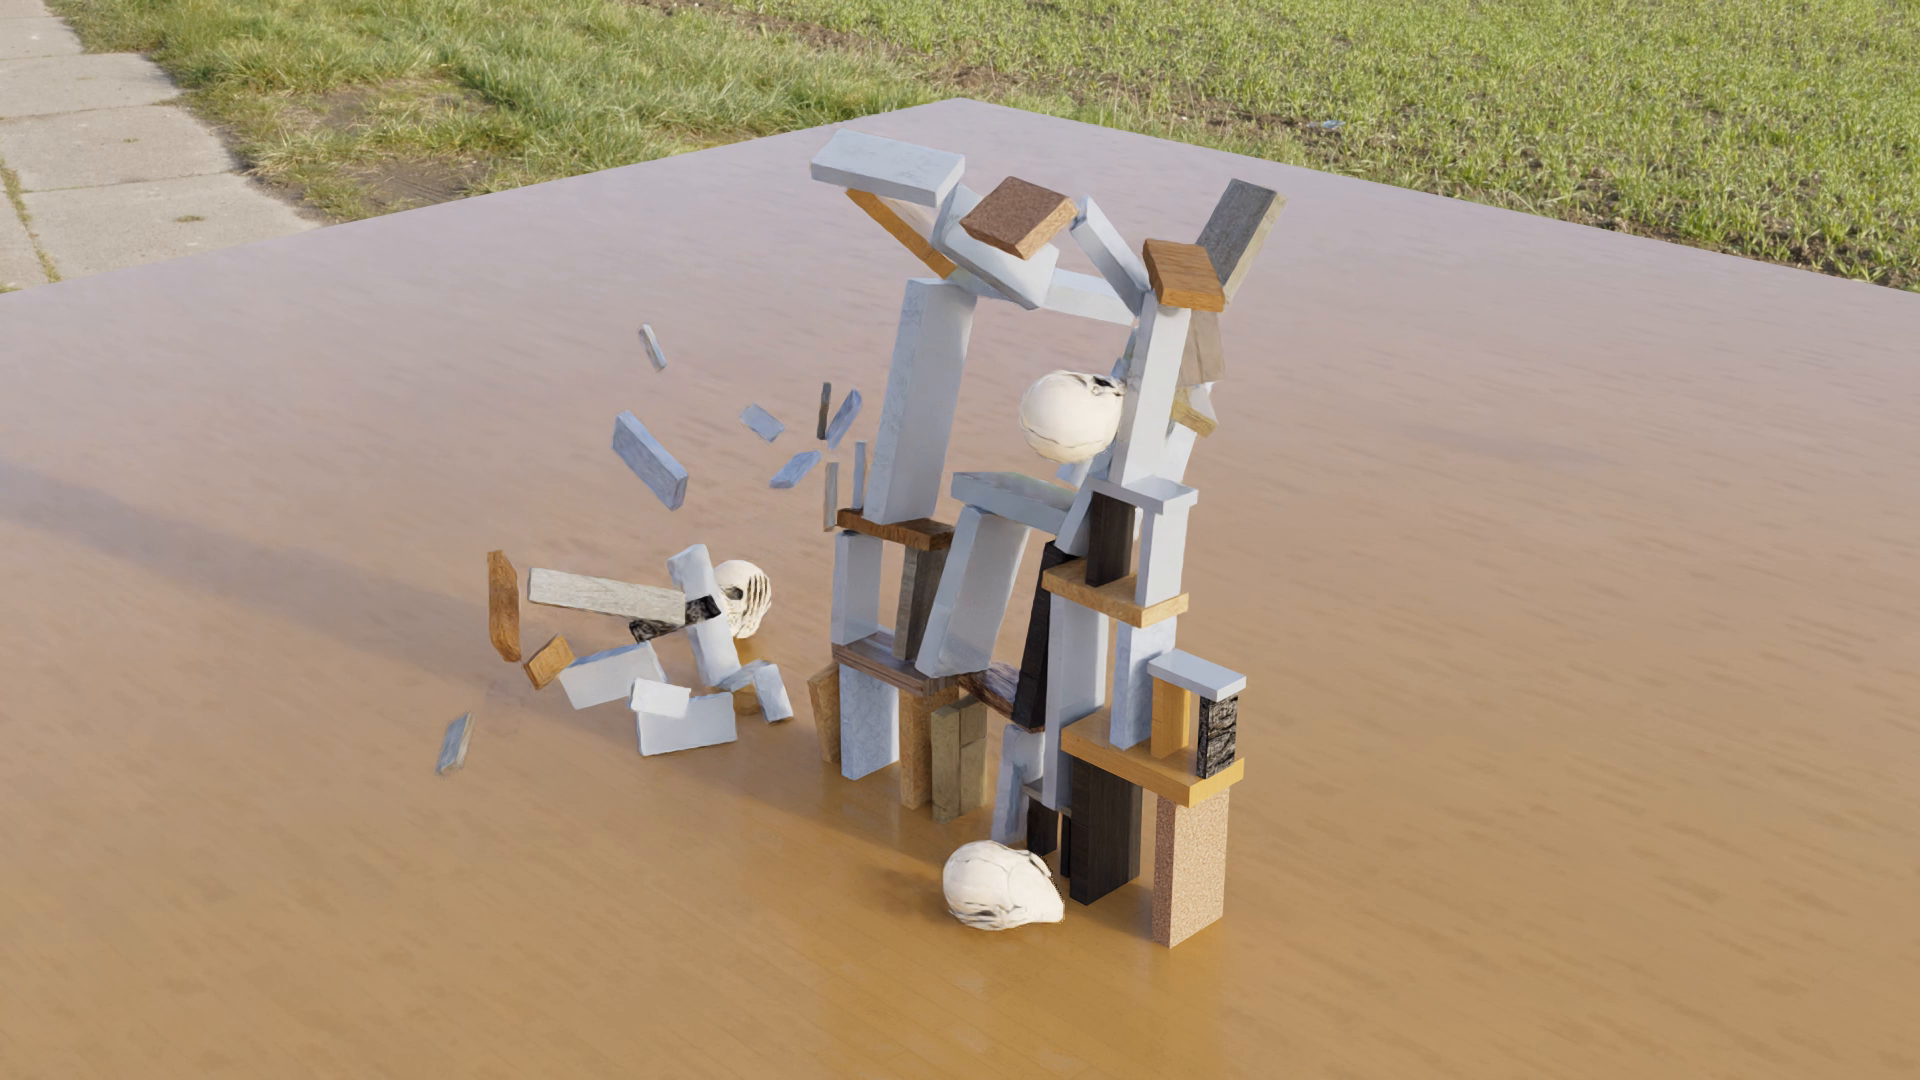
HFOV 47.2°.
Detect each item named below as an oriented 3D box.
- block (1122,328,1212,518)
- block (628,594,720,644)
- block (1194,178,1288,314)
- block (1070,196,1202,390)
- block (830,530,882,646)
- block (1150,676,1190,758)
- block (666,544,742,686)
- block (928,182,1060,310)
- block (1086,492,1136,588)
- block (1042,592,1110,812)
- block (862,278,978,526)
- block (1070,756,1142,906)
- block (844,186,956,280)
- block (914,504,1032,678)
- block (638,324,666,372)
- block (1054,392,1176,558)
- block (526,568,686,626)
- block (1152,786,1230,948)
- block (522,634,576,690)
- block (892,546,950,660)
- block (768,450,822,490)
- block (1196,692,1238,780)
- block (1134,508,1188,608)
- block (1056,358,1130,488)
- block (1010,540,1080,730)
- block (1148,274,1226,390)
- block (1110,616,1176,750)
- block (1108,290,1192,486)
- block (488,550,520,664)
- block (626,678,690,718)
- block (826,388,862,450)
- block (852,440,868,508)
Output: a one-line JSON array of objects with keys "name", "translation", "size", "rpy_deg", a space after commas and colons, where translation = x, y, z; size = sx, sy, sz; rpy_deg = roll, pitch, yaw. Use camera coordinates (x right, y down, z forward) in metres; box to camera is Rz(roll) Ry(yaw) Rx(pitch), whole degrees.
[{"name": "block", "translation": [0.377, -0.225, 4.364], "size": [0.178, 0.355, 0.050], "rpy_deg": [17, 1, -17]}, {"name": "block", "translation": [-0.581, 0.161, 4.479], "size": [0.186, 0.013, 0.045], "rpy_deg": [-19, 64, -28]}, {"name": "block", "translation": [0.528, -0.579, 4.331], "size": [0.036, 0.257, 0.129], "rpy_deg": [30, -1, -43]}, {"name": "block", "translation": [0.325, -0.445, 3.964], "size": [0.036, 0.378, 0.129], "rpy_deg": [-32, 23, 21]}, {"name": "block", "translation": [-0.210, 0.089, 4.478], "size": [0.033, 0.231, 0.116], "rpy_deg": [16, 21, 32]}, {"name": "block", "translation": [0.379, 0.306, 3.944], "size": [0.022, 0.158, 0.079], "rpy_deg": [21, 31, 41]}, {"name": "block", "translation": [-0.568, 0.167, 4.878], "size": [0.029, 0.301, 0.103], "rpy_deg": [-4, 17, 36]}, {"name": "block", "translation": [0.066, -0.555, 4.166], "size": [0.257, 0.128, 0.036], "rpy_deg": [30, -23, -30]}, {"name": "block", "translation": [0.272, -0.011, 3.941], "size": [0.090, 0.180, 0.026], "rpy_deg": [-19, 32, -40]}, {"name": "block", "translation": [0.217, 0.289, 4.122], "size": [0.123, 0.441, 0.035], "rpy_deg": [-19, 30, -40]}, {"name": "block", "translation": [-0.077, -0.275, 4.343], "size": [0.050, 0.485, 0.178], "rpy_deg": [21, 18, 31]}, {"name": "block", "translation": [0.277, 0.521, 4.142], "size": [0.043, 0.305, 0.153], "rpy_deg": [21, 31, 41]}, {"name": "block", "translation": [-0.112, -0.619, 4.221], "size": [0.257, 0.036, 0.128], "rpy_deg": [39, 23, -21]}, {"name": "block", "translation": [0.030, 0.097, 4.305], "size": [0.049, 0.345, 0.172], "rpy_deg": [29, 20, 35]}, {"name": "block", "translation": [-0.619, -0.386, 4.424], "size": [0.013, 0.091, 0.045], "rpy_deg": [-23, -6, -26]}, {"name": "block", "translation": [0.287, -0.114, 3.989], "size": [0.125, 0.313, 0.035], "rpy_deg": [10, 19, -46]}, {"name": "block", "translation": [-0.691, 0.112, 4.309], "size": [0.321, 0.067, 0.019], "rpy_deg": [11, -20, -29]}, {"name": "block", "translation": [0.421, 0.577, 4.009], "size": [0.043, 0.305, 0.153], "rpy_deg": [21, 31, 41]}, {"name": "block", "translation": [-0.843, 0.249, 4.516], "size": [0.017, 0.061, 0.122], "rpy_deg": [-12, 21, 34]}, {"name": "block", "translation": [-0.074, 0.118, 4.397], "size": [0.033, 0.231, 0.116], "rpy_deg": [17, 16, 35]}, {"name": "block", "translation": [-0.334, -0.142, 4.460], "size": [0.058, 0.016, 0.116], "rpy_deg": [-3, 32, 35]}, {"name": "block", "translation": [0.453, 0.335, 3.876], "size": [0.022, 0.158, 0.079], "rpy_deg": [21, 31, 41]}, {"name": "block", "translation": [0.354, 0.022, 3.860], "size": [0.090, 0.180, 0.026], "rpy_deg": [-18, 32, -40]}, {"name": "block", "translation": [0.291, -0.205, 4.150], "size": [0.125, 0.250, 0.035], "rpy_deg": [25, 5, -39]}, {"name": "block", "translation": [0.205, 0.170, 4.177], "size": [0.172, 0.365, 0.049], "rpy_deg": [-11, 29, -44]}, {"name": "block", "translation": [0.402, -0.380, 3.882], "size": [0.106, 0.212, 0.030], "rpy_deg": [-13, 11, -18]}, {"name": "block", "translation": [0.331, 0.244, 3.974], "size": [0.123, 0.246, 0.035], "rpy_deg": [-20, 31, -41]}, {"name": "block", "translation": [0.331, -0.268, 3.793], "size": [0.030, 0.355, 0.106], "rpy_deg": [29, 33, 33]}, {"name": "block", "translation": [-0.934, 0.136, 4.503], "size": [0.029, 0.103, 0.206], "rpy_deg": [-11, 60, 3]}, {"name": "block", "translation": [-0.595, 0.312, 4.341], "size": [0.122, 0.061, 0.017], "rpy_deg": [15, -5, -35]}, {"name": "block", "translation": [-0.235, -0.241, 4.413], "size": [0.016, 0.116, 0.058], "rpy_deg": [22, 31, -21]}, {"name": "block", "translation": [-0.202, -0.133, 4.445], "size": [0.019, 0.133, 0.067], "rpy_deg": [4, 7, 2]}]
